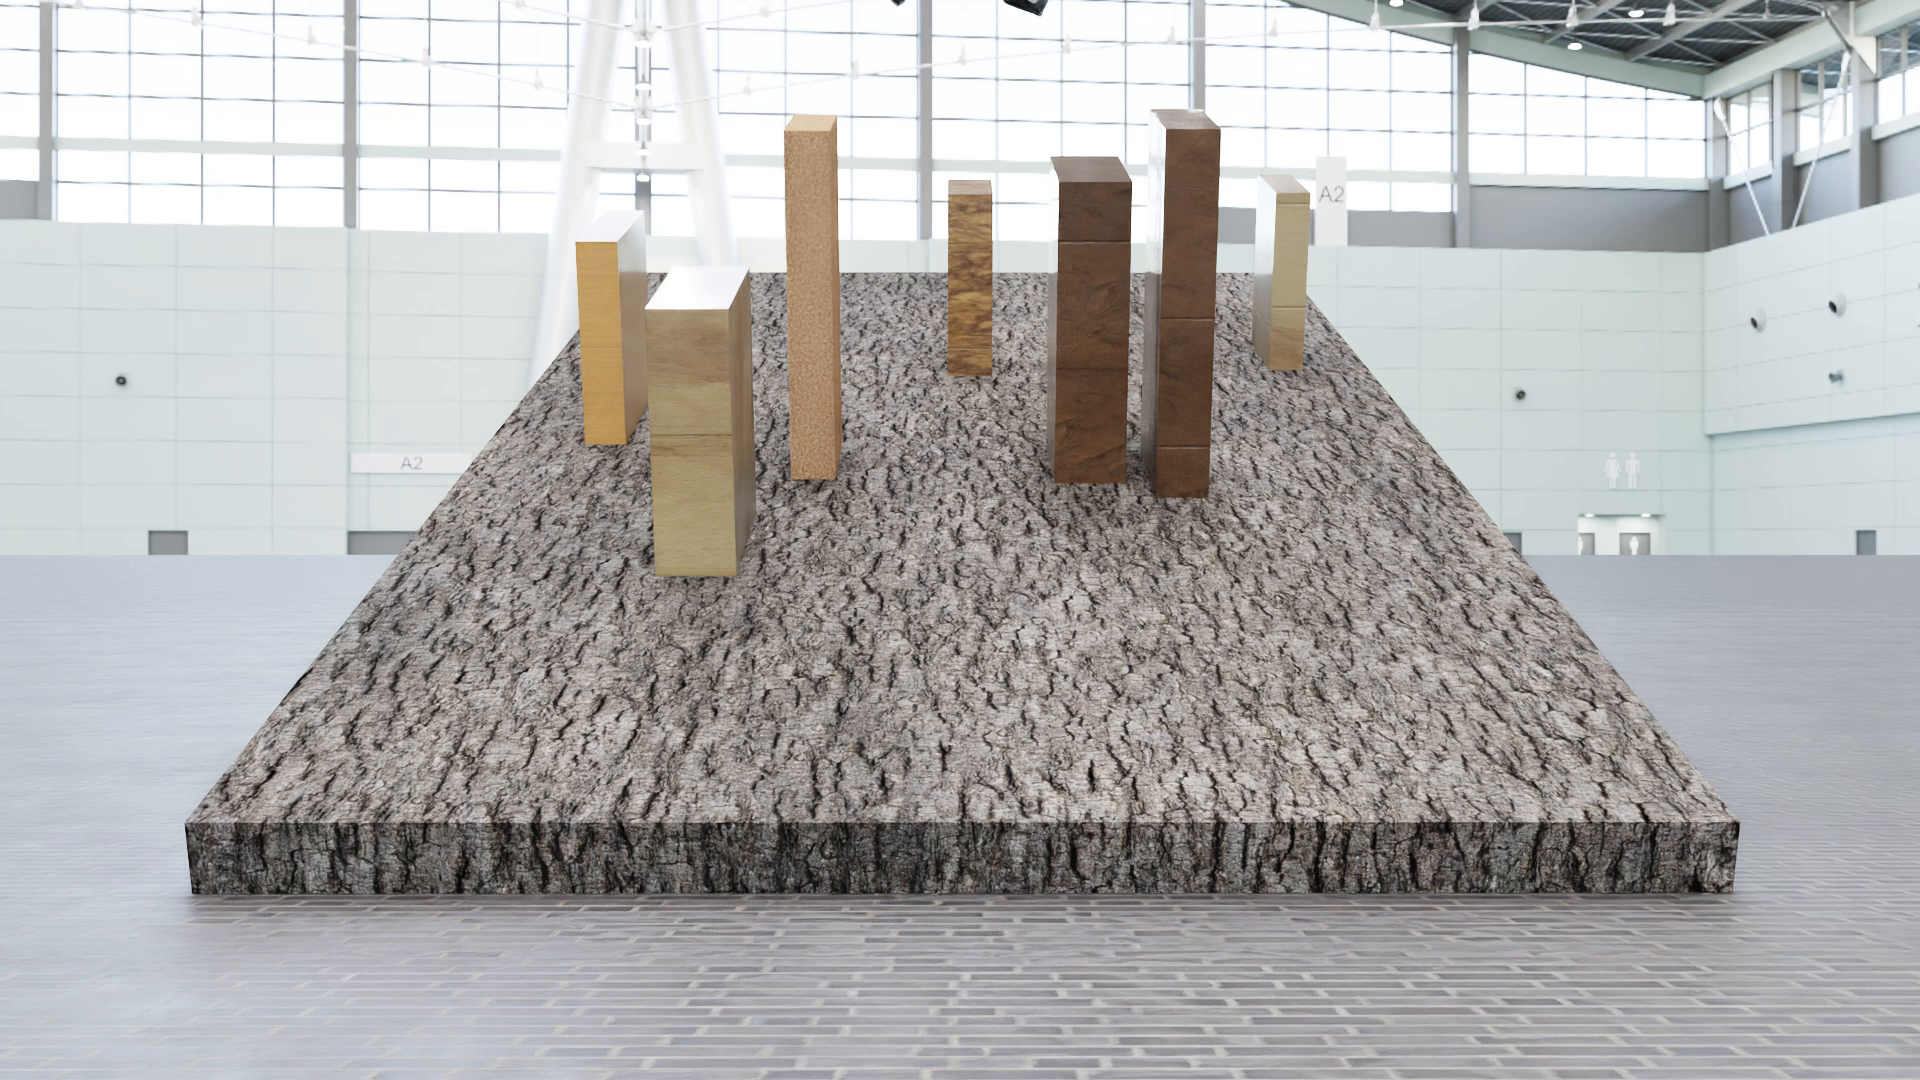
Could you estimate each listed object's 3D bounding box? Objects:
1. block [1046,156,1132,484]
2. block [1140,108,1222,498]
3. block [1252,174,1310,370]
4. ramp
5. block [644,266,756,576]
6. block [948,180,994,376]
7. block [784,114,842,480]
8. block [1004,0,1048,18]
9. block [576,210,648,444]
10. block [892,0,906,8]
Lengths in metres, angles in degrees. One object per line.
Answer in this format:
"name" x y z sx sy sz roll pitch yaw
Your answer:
"block" 0.258 -0.455 4.513 0.141 0.597 0.392 0 17 0
"block" 0.431 -0.473 4.380 0.103 0.708 0.353 0 17 0
"block" 0.791 -0.665 5.490 0.083 0.430 0.322 0 17 0
"ramp" -0.003 -0.173 4.782 2.000 0.100 4.000 0 17 0
"block" -0.456 -0.221 3.964 0.140 0.468 0.411 0 17 0
"block" 0.024 -0.640 5.395 0.106 0.435 0.258 0 17 0
"block" -0.294 -0.493 4.476 0.088 0.689 0.287 0 17 0
"block" 0.198 -1.613 6.460 0.117 0.117 0.117 23 -2 11
"block" -0.751 -0.471 4.843 0.087 0.432 0.424 0 17 0
"block" -0.144 -1.721 6.568 0.174 0.174 0.174 -24 19 51
